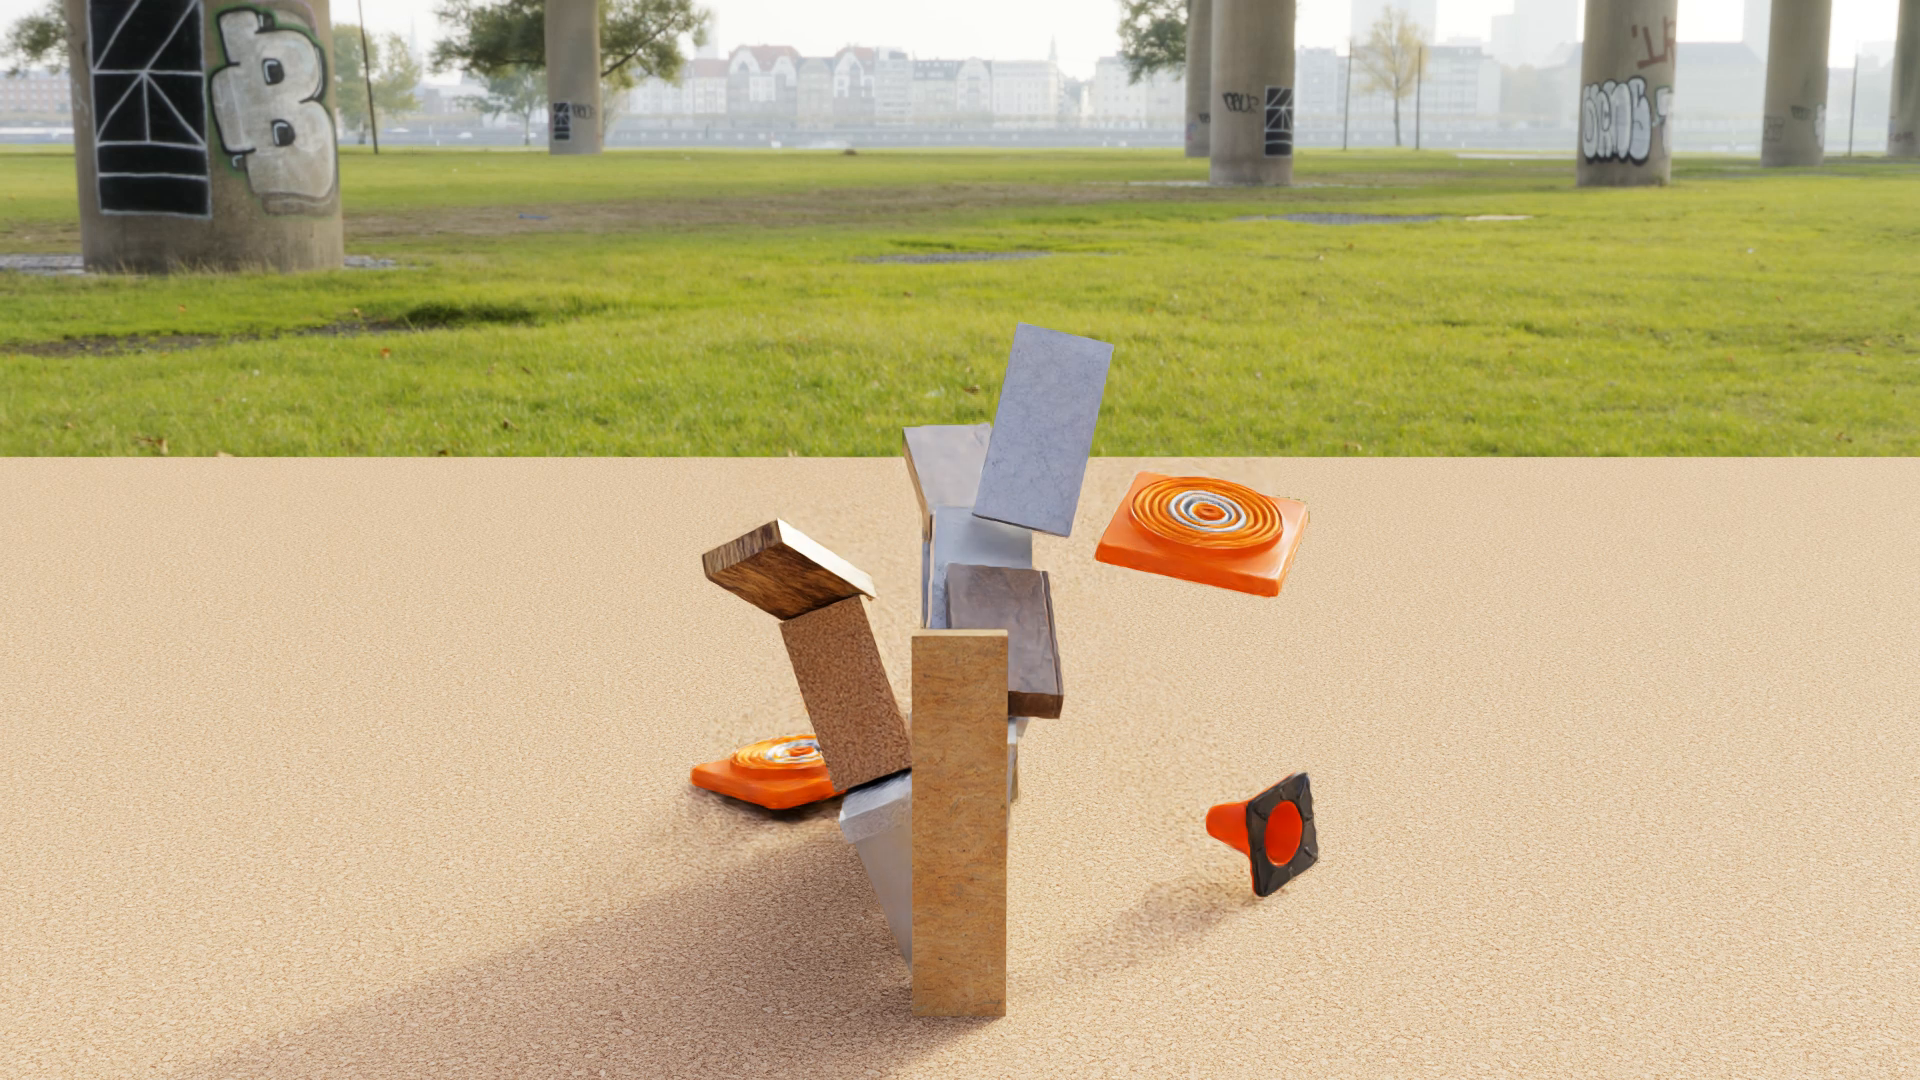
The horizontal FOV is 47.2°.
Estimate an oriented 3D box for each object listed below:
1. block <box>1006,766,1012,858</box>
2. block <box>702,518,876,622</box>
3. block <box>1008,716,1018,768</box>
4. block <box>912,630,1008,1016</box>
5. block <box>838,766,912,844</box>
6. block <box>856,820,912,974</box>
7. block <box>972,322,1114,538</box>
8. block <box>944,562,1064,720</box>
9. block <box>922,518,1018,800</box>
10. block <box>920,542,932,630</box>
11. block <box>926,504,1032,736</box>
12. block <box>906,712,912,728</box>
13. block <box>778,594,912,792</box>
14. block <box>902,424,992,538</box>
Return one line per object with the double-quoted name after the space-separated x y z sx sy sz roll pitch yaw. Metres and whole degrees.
0.008 0.478 3.505 0.136 0.273 0.039 3 9 0 "block"
-0.251 0.056 3.268 0.134 0.038 0.268 -25 -29 19 "block"
0.023 0.307 3.569 0.136 0.039 0.273 4 11 1 "block"
-0.001 0.405 3.127 0.134 0.561 0.038 0 11 0 "block"
-0.107 0.376 3.299 0.128 0.036 0.257 -21 10 5 "block"
-0.049 0.524 3.239 0.128 0.256 0.036 -22 10 2 "block"
0.149 -0.197 3.951 0.177 0.355 0.050 13 -4 -1 "block"
0.071 0.167 3.720 0.177 0.050 0.355 5 34 -6 "block"
0.018 0.202 4.185 0.174 0.582 0.049 0 -6 -5 "block"
0.018 0.157 3.983 0.174 0.049 0.348 3 51 -4 "block"
0.034 0.137 3.877 0.177 0.050 0.433 8 54 -7 "block"
-0.052 0.276 3.362 0.119 0.050 0.014 -40 5 -3 "block"
-0.165 0.230 3.311 0.134 0.268 0.038 -20 -5 11 "block"
0.001 -0.117 4.187 0.174 0.049 0.348 -3 31 -10 "block"
